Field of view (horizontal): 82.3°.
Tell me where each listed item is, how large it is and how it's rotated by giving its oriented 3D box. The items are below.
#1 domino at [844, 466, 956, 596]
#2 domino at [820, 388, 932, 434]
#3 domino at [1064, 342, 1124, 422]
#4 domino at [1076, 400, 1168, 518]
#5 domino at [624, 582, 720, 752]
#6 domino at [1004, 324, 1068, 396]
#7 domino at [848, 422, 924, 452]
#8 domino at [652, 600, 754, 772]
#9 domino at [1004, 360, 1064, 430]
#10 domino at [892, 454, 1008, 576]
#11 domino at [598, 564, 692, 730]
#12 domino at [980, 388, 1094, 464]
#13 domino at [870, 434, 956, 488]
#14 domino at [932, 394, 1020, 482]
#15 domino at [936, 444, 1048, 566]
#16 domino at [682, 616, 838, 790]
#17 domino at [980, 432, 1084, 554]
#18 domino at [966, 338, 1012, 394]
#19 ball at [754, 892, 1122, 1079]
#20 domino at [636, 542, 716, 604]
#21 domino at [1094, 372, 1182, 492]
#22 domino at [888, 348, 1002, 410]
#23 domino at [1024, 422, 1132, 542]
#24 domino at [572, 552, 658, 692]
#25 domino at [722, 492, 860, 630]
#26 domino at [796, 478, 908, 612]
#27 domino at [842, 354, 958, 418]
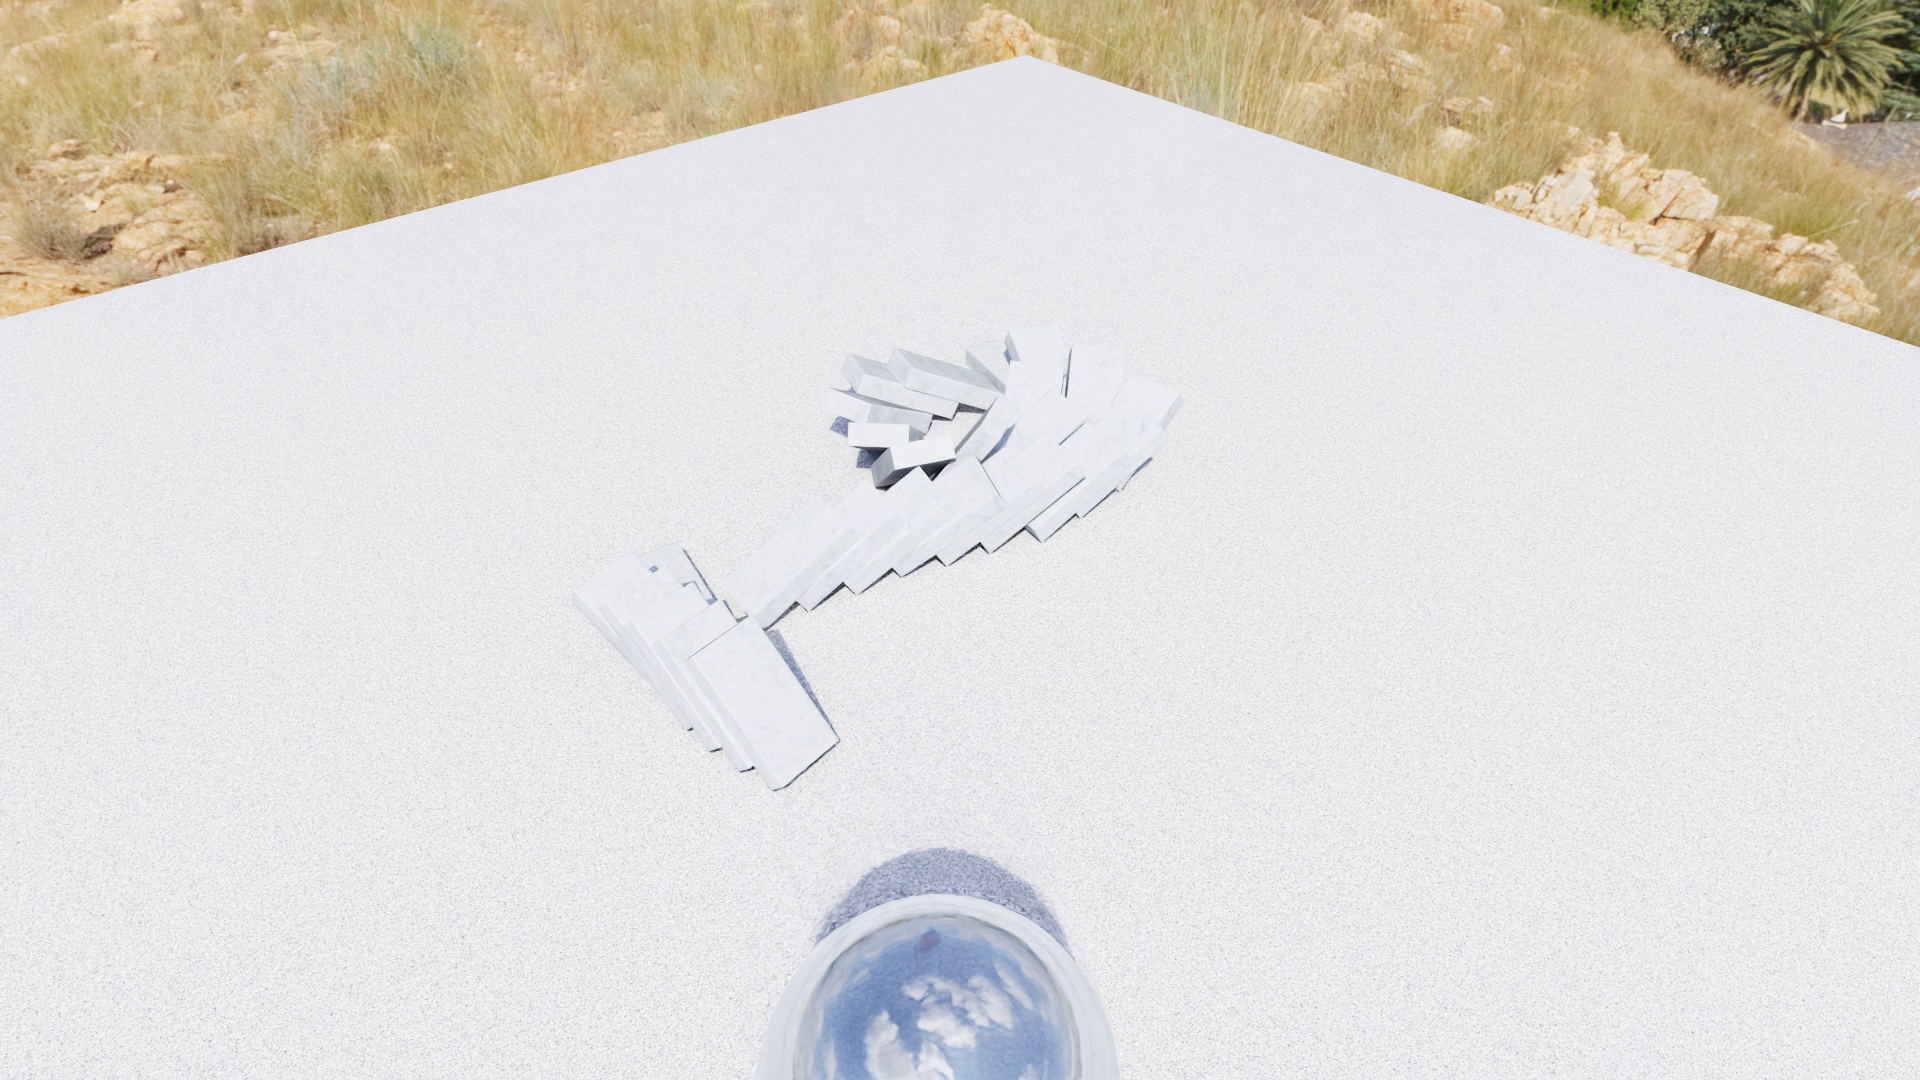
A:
[{"bbox_3d":[-0.028,-0.004,0.429,0.050,0.009,0.025,-39,48,1],"label":"domino"},{"bbox_3d":[-0.037,-0.058,0.494,0.025,0.010,0.050,24,12,28],"label":"domino"},{"bbox_3d":[0.062,-0.067,0.509,0.025,0.010,0.050,10,60,-2],"label":"domino"},{"bbox_3d":[0.061,-0.035,0.468,0.050,0.010,0.025,-41,51,-5],"label":"domino"},{"bbox_3d":[-0.086,0.042,0.367,0.025,0.010,0.050,-37,96,-37],"label":"domino"},{"bbox_3d":[0.041,-0.079,0.524,0.025,0.010,0.050,-10,64,-18],"label":"domino"},{"bbox_3d":[-0.031,-0.044,0.474,0.025,0.009,0.050,3,2,5],"label":"domino"},{"bbox_3d":[-0.075,0.047,0.360,0.025,0.010,0.050,-37,96,-37],"label":"domino"},{"bbox_3d":[0.032,-0.057,0.499,0.025,0.009,0.050,6,63,7],"label":"domino"},{"bbox_3d":[-0.009,-0.010,0.435,0.050,0.009,0.025,-34,48,6],"label":"domino"},{"bbox_3d":[-0.096,0.036,0.374,0.025,0.009,0.050,-38,96,-36],"label":"domino"},{"bbox_3d":[0.031,-0.040,0.474,0.050,0.010,0.025,-44,51,-7],"label":"domino"},{"bbox_3d":[-0.020,-0.032,0.458,0.025,0.010,0.050,-12,-3,-14],"label":"domino"},{"bbox_3d":[0.004,-0.036,0.458,0.010,0.050,0.025,37,43,-7],"label":"domino"},{"bbox_3d":[0.008,-0.014,0.442,0.050,0.009,0.025,-37,48,3],"label":"domino"},{"bbox_3d":[-0.064,0.052,0.354,0.025,0.009,0.050,-37,96,-37],"label":"domino"},{"bbox_3d":[0.024,-0.020,0.450,0.050,0.010,0.025,-39,47,-2],"label":"domino"},{"bbox_3d":[0.026,-0.083,0.545,0.025,0.010,0.050,-19,43,-22],"label":"domino"},{"bbox_3d":[-0.005,0.120,0.242,0.080,0.080,0.080,0,39,0],"label":"ball"},{"bbox_3d":[-0.110,0.022,0.417,0.025,0.010,0.050,-21,44,-24],"label":"domino"},{"bbox_3d":[0.073,-0.048,0.483,0.025,0.010,0.050,30,76,29],"label":"domino"},{"bbox_3d":[-0.007,-0.075,0.516,0.050,0.010,0.025,11,26,-32],"label":"domino"},{"bbox_3d":[0.044,-0.024,0.456,0.050,0.009,0.025,-41,49,-5],"label":"domino"},{"bbox_3d":[-0.109,0.030,0.386,0.050,0.010,0.025,45,54,3],"label":"domino"},{"bbox_3d":[-0.064,0.008,0.415,0.050,0.010,0.025,-44,49,-4],"label":"domino"},{"bbox_3d":[-0.047,0.002,0.423,0.050,0.010,0.025,-42,48,-2],"label":"domino"},{"bbox_3d":[-0.028,-0.072,0.512,0.050,0.009,0.025,11,26,-31],"label":"domino"}]
